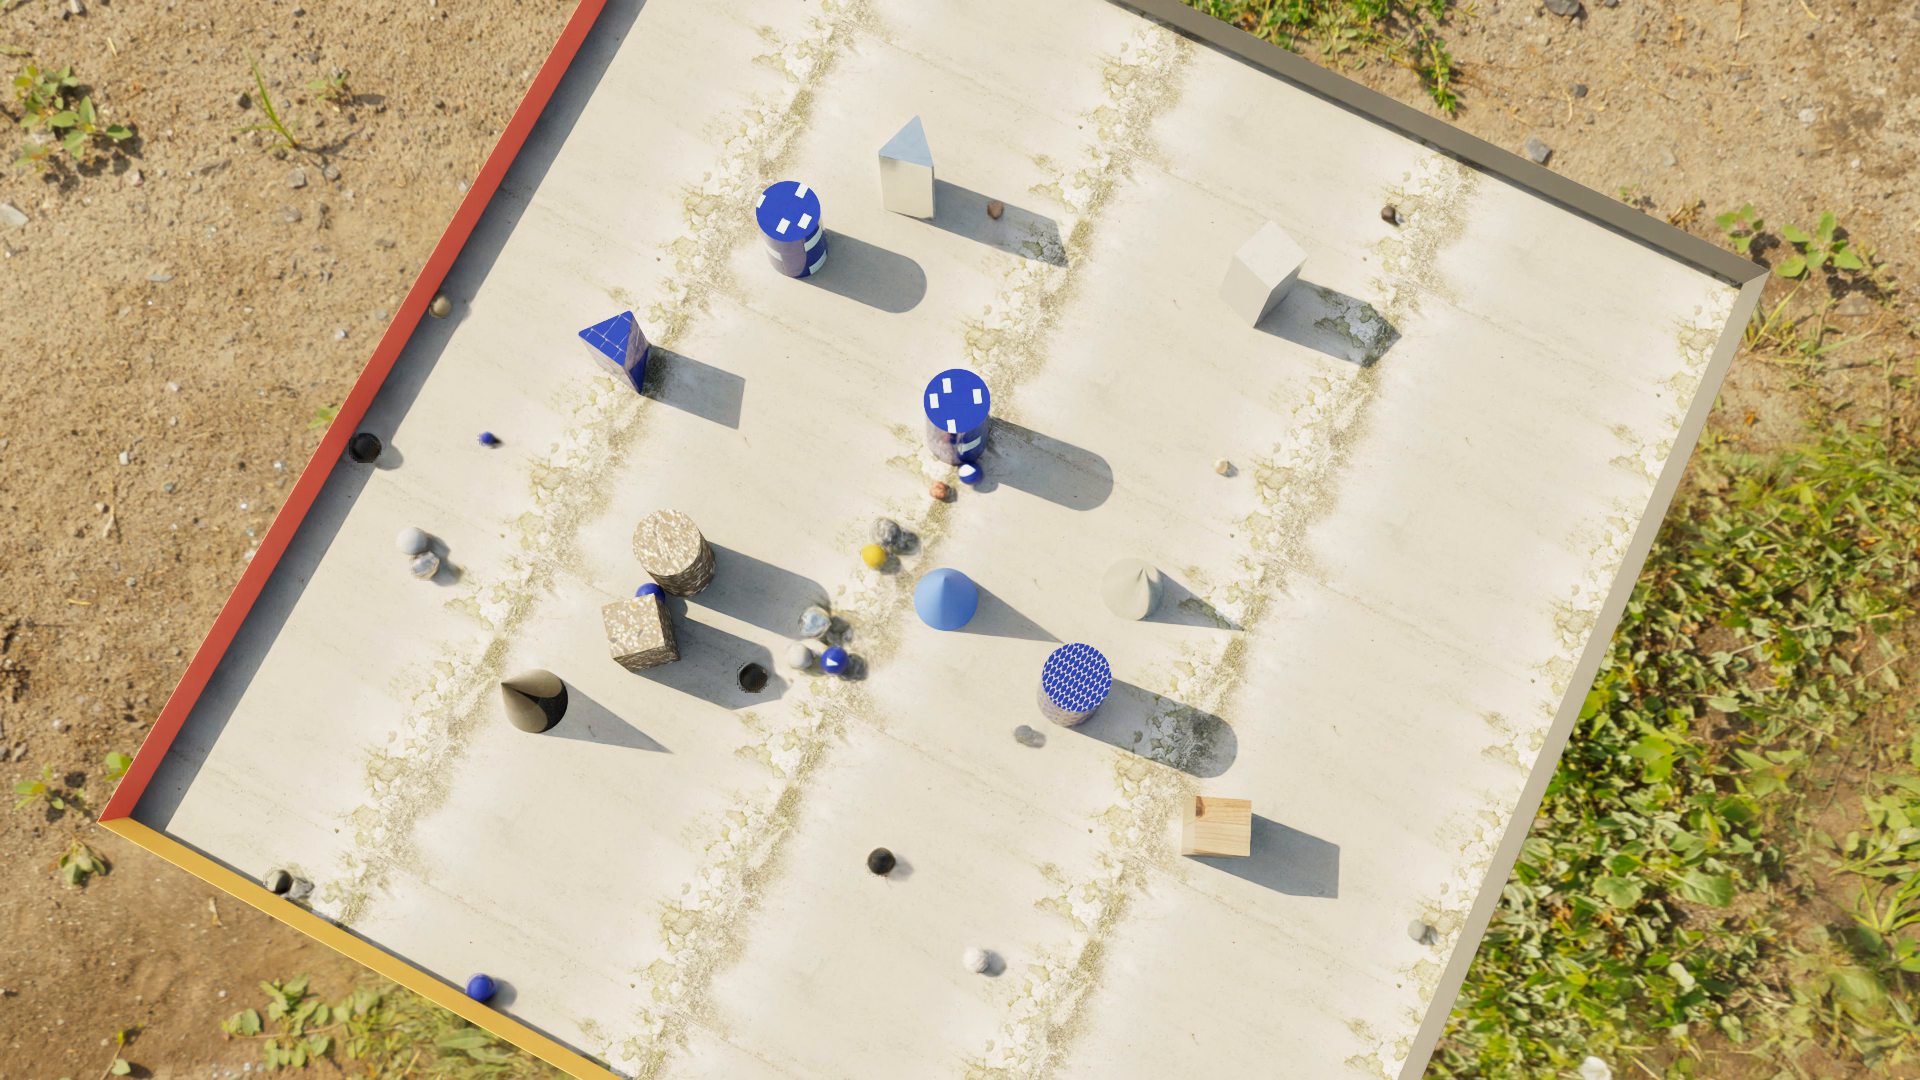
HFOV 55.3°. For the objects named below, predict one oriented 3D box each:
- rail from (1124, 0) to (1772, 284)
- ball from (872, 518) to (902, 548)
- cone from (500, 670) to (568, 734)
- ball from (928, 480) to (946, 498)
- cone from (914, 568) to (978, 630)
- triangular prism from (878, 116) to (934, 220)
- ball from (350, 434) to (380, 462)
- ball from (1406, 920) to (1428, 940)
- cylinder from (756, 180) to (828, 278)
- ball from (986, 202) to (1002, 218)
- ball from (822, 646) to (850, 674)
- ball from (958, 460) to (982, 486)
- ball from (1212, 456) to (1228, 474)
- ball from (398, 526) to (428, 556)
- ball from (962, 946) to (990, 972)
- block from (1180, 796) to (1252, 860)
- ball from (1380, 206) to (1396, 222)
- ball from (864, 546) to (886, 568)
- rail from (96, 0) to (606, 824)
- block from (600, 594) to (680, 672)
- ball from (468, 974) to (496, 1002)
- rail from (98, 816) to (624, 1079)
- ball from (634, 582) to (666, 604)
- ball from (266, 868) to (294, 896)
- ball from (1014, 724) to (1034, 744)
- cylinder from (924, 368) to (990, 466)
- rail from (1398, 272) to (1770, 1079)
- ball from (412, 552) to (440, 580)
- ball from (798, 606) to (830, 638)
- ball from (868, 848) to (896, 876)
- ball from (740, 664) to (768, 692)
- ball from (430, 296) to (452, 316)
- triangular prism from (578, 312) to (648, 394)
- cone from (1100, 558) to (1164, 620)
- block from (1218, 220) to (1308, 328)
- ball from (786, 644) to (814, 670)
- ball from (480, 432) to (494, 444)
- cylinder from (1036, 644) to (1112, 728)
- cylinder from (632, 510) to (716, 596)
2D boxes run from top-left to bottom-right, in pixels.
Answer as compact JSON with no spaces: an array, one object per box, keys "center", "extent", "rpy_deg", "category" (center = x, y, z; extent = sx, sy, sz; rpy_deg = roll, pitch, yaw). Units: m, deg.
[{"center":[0.828,-1.615,5.885],"extent":[3.728,0.126,0.045],"rpy_deg":[26,80,5],"category":"rail"},{"center":[-0.224,-0.020,5.575],"extent":[0.090,0.090,0.090],"rpy_deg":[0,78,0],"category":"ball"},{"center":[-1.277,0.441,5.304],"extent":[0.195,0.433,0.195],"rpy_deg":[0,78,0],"category":"cone"},{"center":[-0.068,-0.155,5.620],"extent":[0.056,0.056,0.056],"rpy_deg":[0,78,0],"category":"ball"},{"center":[-0.043,0.144,5.400],"extent":[0.195,0.365,0.195],"rpy_deg":[0,78,0],"category":"cone"},{"center":[-0.143,-1.150,5.638],"extent":[0.169,0.424,0.146],"rpy_deg":[14,79,3],"category":"triangular prism"},{"center":[-1.825,-0.284,5.630],"extent":[0.088,0.088,0.088],"rpy_deg":[0,78,0],"category":"ball"},{"center":[1.336,1.140,5.350],"extent":[0.061,0.061,0.061],"rpy_deg":[0,78,0],"category":"ball"},{"center":[-0.515,-0.955,5.653],"extent":[0.195,0.315,0.195],"rpy_deg":[0,78,0],"category":"cylinder"},{"center":[0.110,-1.044,5.806],"extent":[0.052,0.052,0.052],"rpy_deg":[0,78,0],"category":"ball"},{"center":[-0.374,0.361,5.498],"extent":[0.086,0.086,0.086],"rpy_deg":[0,78,0],"category":"ball"},{"center":[0.031,-0.205,5.620],"extent":[0.077,0.077,0.077],"rpy_deg":[0,78,0],"category":"ball"},{"center":[0.800,-0.230,5.638],"extent":[0.051,0.051,0.051],"rpy_deg":[0,78,0],"category":"ball"},{"center":[-1.664,0.002,5.571],"extent":[0.088,0.088,0.088],"rpy_deg":[0,78,0],"category":"ball"},{"center":[0.047,1.218,5.326],"extent":[0.077,0.077,0.077],"rpy_deg":[0,78,0],"category":"ball"},{"center":[0.737,0.833,5.288],"extent":[0.156,0.306,0.156],"rpy_deg":[4,78,1],"category":"block"},{"center":[1.356,-1.035,5.806],"extent":[0.049,0.049,0.049],"rpy_deg":[0,78,0],"category":"ball"},{"center":[-0.258,0.053,5.569],"extent":[0.071,0.071,0.071],"rpy_deg":[0,78,0],"category":"ball"},{"center":[-1.646,-0.799,5.716],"extent":[0.045,0.126,3.751],"rpy_deg":[26,80,5],"category":"rail"},{"center":[-0.938,0.277,5.402],"extent":[0.156,0.308,0.156],"rpy_deg":[-14,79,-3],"category":"block"},{"center":[-1.385,1.298,5.307],"extent":[0.081,0.081,0.081],"rpy_deg":[0,78,0],"category":"ball"},{"center":[-0.828,1.629,5.214],"extent":[3.728,0.126,0.045],"rpy_deg":[26,80,5],"category":"rail"},{"center":[-0.936,0.174,5.534],"extent":[0.091,0.091,0.091],"rpy_deg":[0,78,0],"category":"ball"},{"center":[-1.995,1.003,5.370],"extent":[0.077,0.077,0.077],"rpy_deg":[0,78,0],"category":"ball"},{"center":[0.191,0.579,5.467],"extent":[0.059,0.059,0.059],"rpy_deg":[0,78,0],"category":"ball"},{"center":[-0.009,-0.364,5.495],"extent":[0.195,0.386,0.195],"rpy_deg":[0,78,0],"category":"cylinder"},{"center":[1.646,0.813,5.383],"extent":[0.045,0.126,3.751],"rpy_deg":[26,80,5],"category":"rail"},{"center":[-1.620,0.076,5.557],"extent":[0.085,0.085,0.085],"rpy_deg":[0,78,0],"category":"ball"},{"center":[-0.438,0.248,5.516],"extent":[0.097,0.097,0.097],"rpy_deg":[0,78,0],"category":"ball"},{"center":[-0.232,0.944,5.379],"extent":[0.082,0.082,0.082],"rpy_deg":[0,78,0],"category":"ball"},{"center":[-0.620,0.412,5.489],"extent":[0.083,0.083,0.083],"rpy_deg":[0,78,0],"category":"ball"},{"center":[-1.624,-0.732,5.733],"extent":[0.068,0.068,0.068],"rpy_deg":[0,78,0],"category":"ball"},{"center":[-1.021,-0.591,5.583],"extent":[0.169,0.305,0.146],"rpy_deg":[35,80,7],"category":"triangular prism"},{"center":[0.526,0.114,5.414],"extent":[0.195,0.350,0.195],"rpy_deg":[0,78,0],"category":"cone"},{"center":[0.923,-0.809,5.601],"extent":[0.156,0.358,0.156],"rpy_deg":[-43,81,-8],"category":"block"},{"center":[-0.481,0.351,5.504],"extent":[0.078,0.078,0.078],"rpy_deg":[0,78,0],"category":"ball"},{"center":[-1.460,-0.315,5.660],"extent":[0.042,0.042,0.042],"rpy_deg":[0,78,0],"category":"ball"},{"center":[0.327,0.425,5.320],"extent":[0.195,0.409,0.195],"rpy_deg":[0,78,0],"category":"cylinder"},{"center":[-0.842,0.042,5.426],"extent":[0.195,0.355,0.195],"rpy_deg":[0,78,0],"category":"cylinder"}]
